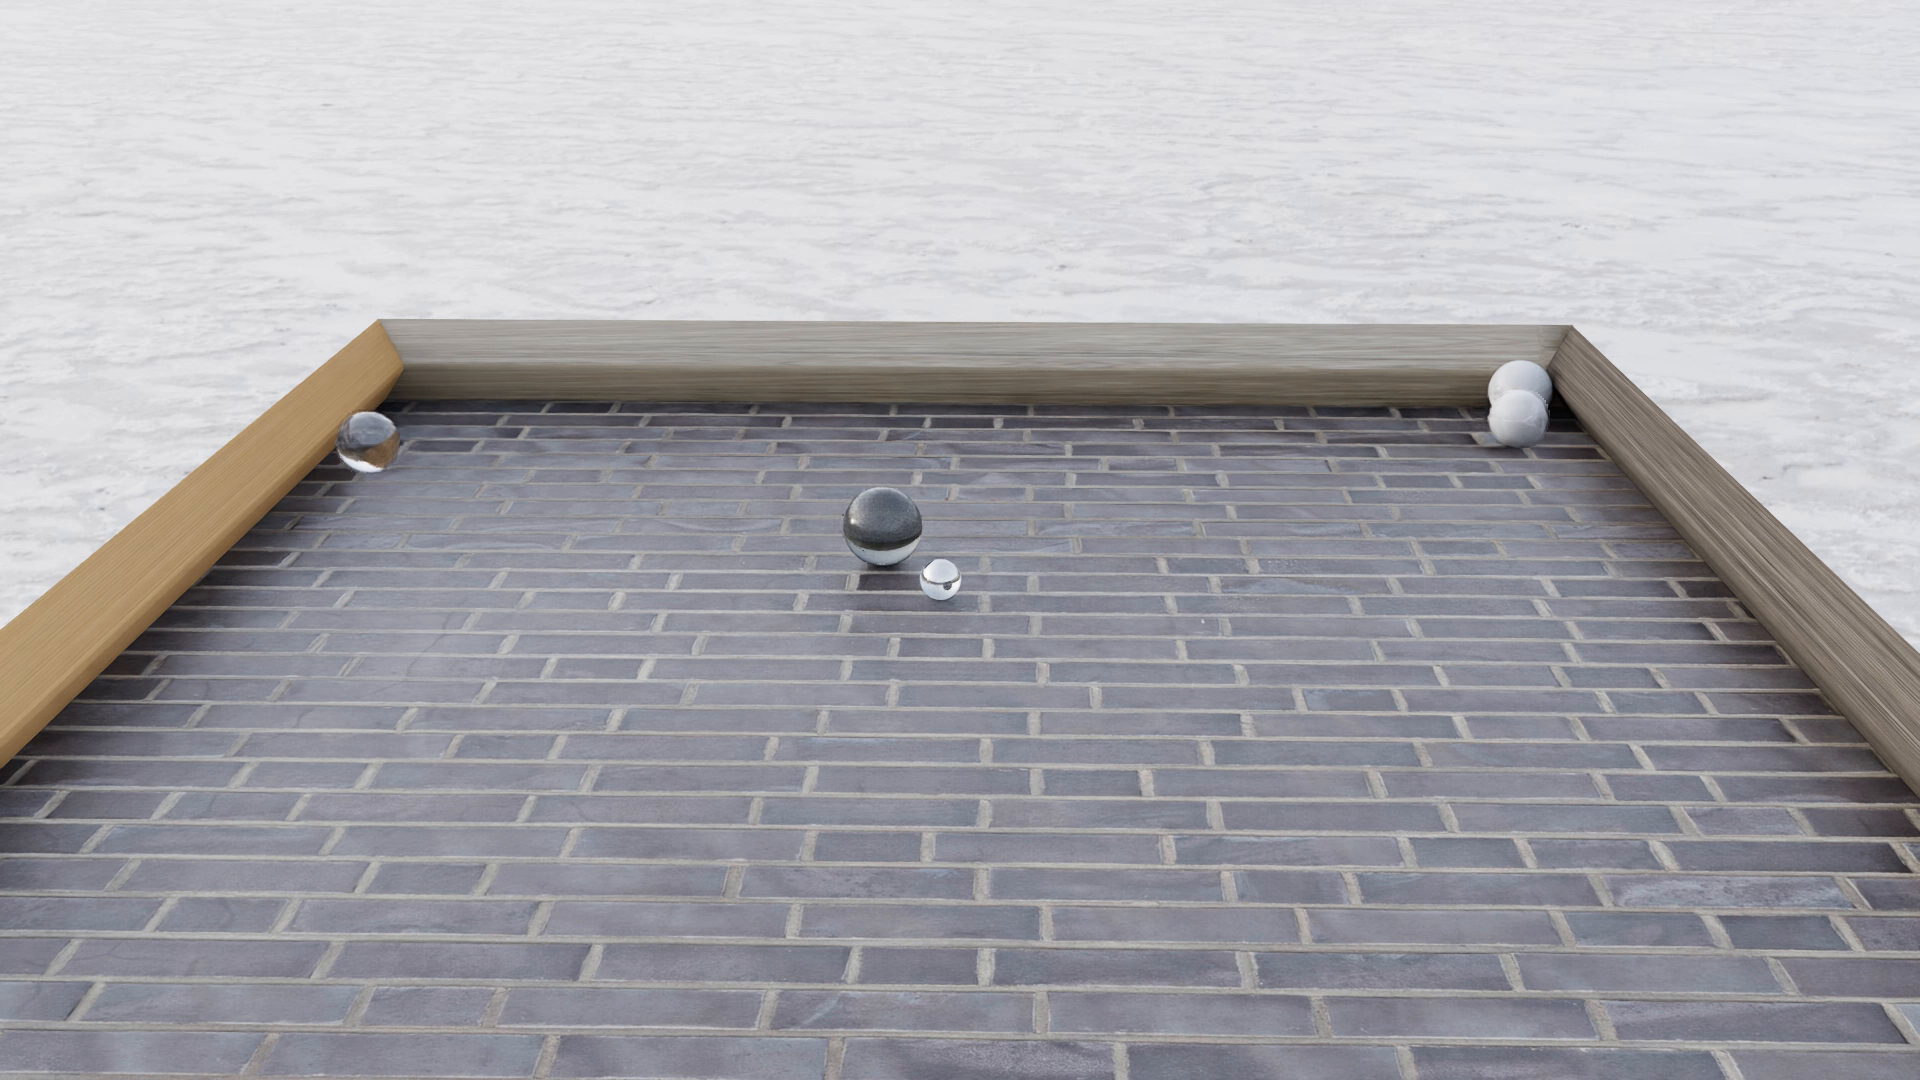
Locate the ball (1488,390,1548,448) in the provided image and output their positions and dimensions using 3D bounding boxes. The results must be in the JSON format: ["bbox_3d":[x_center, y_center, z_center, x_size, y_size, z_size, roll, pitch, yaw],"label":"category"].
[{"bbox_3d":[0.765,-0.167,3.015,0.079,0.079,0.079,0,19,0],"label":"ball"}]

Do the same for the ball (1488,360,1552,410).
[{"bbox_3d":[0.798,-0.211,3.130,0.090,0.090,0.090,0,19,0],"label":"ball"}]

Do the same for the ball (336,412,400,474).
[{"bbox_3d":[-0.780,-0.129,2.899,0.082,0.082,0.082,0,19,0],"label":"ball"}]

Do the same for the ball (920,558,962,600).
[{"bbox_3d":[-0.022,0.044,2.443,0.046,0.046,0.046,0,19,0],"label":"ball"}]

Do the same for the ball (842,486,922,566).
[{"bbox_3d":[-0.090,-0.016,2.546,0.093,0.093,0.093,0,19,0],"label":"ball"}]

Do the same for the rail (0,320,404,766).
[{"bbox_3d":[-0.865,0.213,1.824,0.045,0.120,2.998,0,19,1],"label":"rail"}]

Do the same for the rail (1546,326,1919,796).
[{"bbox_3d":[0.831,0.225,1.788,0.045,0.120,2.998,0,19,1],"label":"rail"}]

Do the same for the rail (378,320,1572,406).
[{"bbox_3d":[0.016,-0.253,3.203,1.744,0.120,0.045,0,19,1],"label":"rail"}]
